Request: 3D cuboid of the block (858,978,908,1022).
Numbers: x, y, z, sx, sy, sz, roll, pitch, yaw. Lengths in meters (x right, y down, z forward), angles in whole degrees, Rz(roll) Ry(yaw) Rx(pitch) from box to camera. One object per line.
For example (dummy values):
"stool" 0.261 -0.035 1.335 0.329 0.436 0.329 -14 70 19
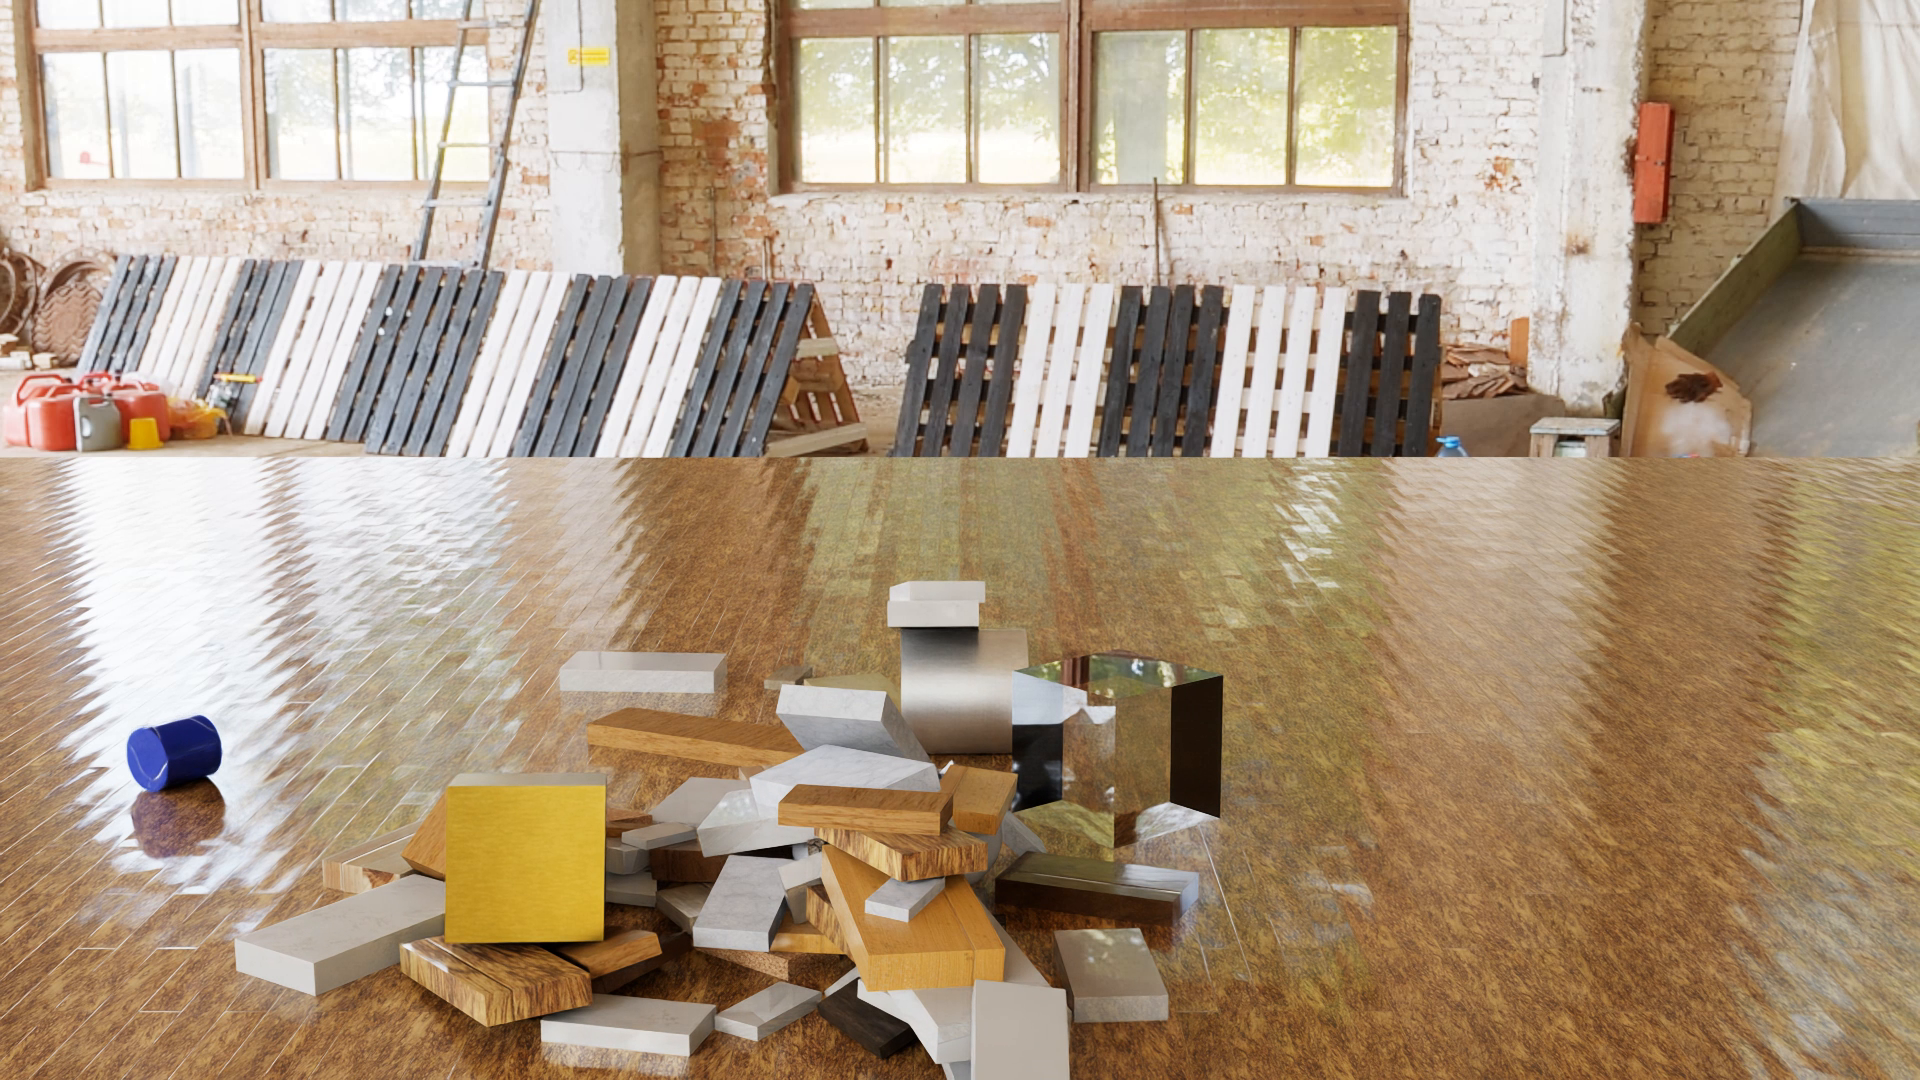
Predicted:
"block" -0.042 0.643 3.056 0.191 0.027 0.095 17 20 41

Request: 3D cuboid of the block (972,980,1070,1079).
"block" 0.073 0.676 2.622 0.116 0.033 0.395 7 30 -4

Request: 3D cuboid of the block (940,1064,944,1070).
"block" 0.035 0.705 2.891 0.095 0.027 0.418 -2 6 -9

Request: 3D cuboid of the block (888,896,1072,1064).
"block" -0.003 0.582 2.943 0.180 0.051 0.360 -2 16 -19

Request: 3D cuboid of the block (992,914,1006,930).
"block" 0.020 0.600 3.384 0.099 0.028 0.199 -2 -5 2

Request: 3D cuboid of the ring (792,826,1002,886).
"ring" -0.102 0.490 3.598 0.345 0.115 0.345 -4 17 1

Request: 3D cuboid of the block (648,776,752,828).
"block" -0.476 0.498 4.056 0.137 0.039 0.274 2 11 12

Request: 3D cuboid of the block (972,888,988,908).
"block" -0.020 0.575 3.443 0.114 0.032 0.228 -7 -5 4

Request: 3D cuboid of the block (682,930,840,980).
"block" -0.310 0.623 3.404 0.228 0.032 0.114 9 14 39

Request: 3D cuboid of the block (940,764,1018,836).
"block" 0.020 0.419 3.561 0.114 0.032 0.229 8 12 8

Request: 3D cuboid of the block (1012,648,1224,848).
"block" 0.289 0.378 4.062 0.273 0.273 0.273 -9 14 -39

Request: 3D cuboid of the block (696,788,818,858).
"block" -0.237 0.433 3.541 0.336 0.048 0.168 -10 12 14

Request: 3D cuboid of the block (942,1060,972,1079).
"block" 0.036 0.687 2.806 0.095 0.027 0.191 -1 6 -7

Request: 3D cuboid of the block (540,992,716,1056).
"block" -0.465 0.680 3.097 0.220 0.031 0.110 3 11 14

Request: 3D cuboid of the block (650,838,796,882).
"block" -0.338 0.521 3.731 0.179 0.051 0.357 -4 1 34

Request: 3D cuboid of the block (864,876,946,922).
"block" -0.074 0.480 2.980 0.063 0.018 0.126 9 16 21

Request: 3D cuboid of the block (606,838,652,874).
"block" -0.554 0.524 3.740 0.137 0.039 0.274 8 1 24

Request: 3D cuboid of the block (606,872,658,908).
"block" -0.575 0.566 3.614 0.151 0.021 0.076 9 20 -12

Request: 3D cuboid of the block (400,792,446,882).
"block" -0.750 0.511 3.595 0.308 0.044 0.154 16 60 28

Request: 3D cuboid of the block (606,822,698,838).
"block" -0.542 0.498 3.757 0.257 0.017 0.058 8 1 -26

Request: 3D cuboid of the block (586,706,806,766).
"block" -0.484 0.412 4.507 0.573 0.043 0.152 5 12 26

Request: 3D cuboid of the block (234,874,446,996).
"block" -0.922 0.610 3.424 0.179 0.051 0.357 7 13 33

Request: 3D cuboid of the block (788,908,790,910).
"block" -0.315 0.584 3.637 0.080 0.023 0.160 0 11 -1

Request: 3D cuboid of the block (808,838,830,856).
"block" -0.118 0.510 3.414 0.229 0.032 0.114 -7 55 -1

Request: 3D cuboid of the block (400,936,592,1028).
"block" -0.681 0.630 3.201 0.154 0.044 0.384 -6 5 -31

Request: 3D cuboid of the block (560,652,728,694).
"block" -0.727 0.304 5.072 0.353 0.050 0.176 1 11 4

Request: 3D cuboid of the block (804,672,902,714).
"block" -0.207 0.360 4.772 0.176 0.050 0.353 -4 11 -19

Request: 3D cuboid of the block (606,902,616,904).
"block" -0.612 0.575 3.690 0.151 0.021 0.076 8 13 36

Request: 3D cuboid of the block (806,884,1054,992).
"block" -0.050 0.581 3.136 0.180 0.051 0.404 -5 17 -29

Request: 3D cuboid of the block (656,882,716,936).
"block" -0.405 0.580 3.475 0.102 0.029 0.203 -8 6 -22

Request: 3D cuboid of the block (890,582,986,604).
"block" -0.049 0.113 4.527 0.152 0.043 0.303 0 -4 -9

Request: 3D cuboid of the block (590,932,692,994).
"block" -0.502 0.634 3.272 0.102 0.029 0.203 -15 1 32

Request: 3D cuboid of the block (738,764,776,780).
"block" -0.381 0.468 4.270 0.072 0.021 0.145 -3 11 -16

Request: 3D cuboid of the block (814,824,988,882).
"block" -0.087 0.424 3.119 0.135 0.038 0.269 -3 8 -30

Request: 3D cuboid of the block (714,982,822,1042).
"block" -0.274 0.675 3.154 0.076 0.022 0.152 7 12 32

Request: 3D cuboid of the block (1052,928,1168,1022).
"block" 0.221 0.645 3.270 0.135 0.038 0.269 -1 11 -4

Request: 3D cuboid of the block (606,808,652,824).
"block" -0.710 0.506 3.824 0.168 0.048 0.336 5 2 32

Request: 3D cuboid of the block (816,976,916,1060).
"block" -0.126 0.669 3.082 0.076 0.022 0.152 -29 30 -29

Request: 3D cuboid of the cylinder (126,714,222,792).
"cylinder" -1.528 0.413 4.278 0.126 0.126 0.126 7 13 33

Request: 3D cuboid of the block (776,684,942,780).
"block" -0.145 0.384 3.768 0.179 0.051 0.540 3 -26 17

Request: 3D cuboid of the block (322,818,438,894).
"block" -0.899 0.532 3.849 0.168 0.048 0.428 5 12 27

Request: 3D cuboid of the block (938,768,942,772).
"block" -0.125 0.462 4.044 0.274 0.039 0.137 0 -27 1

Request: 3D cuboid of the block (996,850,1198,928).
"block" 0.227 0.575 3.633 0.303 0.043 0.152 4 11 22

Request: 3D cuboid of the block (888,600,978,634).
"block" -0.047 0.182 4.885 0.176 0.050 1.256 0 -4 0

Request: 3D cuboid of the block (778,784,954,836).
"block" -0.133 0.384 3.141 0.231 0.033 0.116 2 7 9

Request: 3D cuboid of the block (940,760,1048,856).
"block" 0.060 0.477 3.801 0.220 0.031 0.110 43 4 -11

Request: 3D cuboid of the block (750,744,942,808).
"block" -0.185 0.386 3.480 0.154 0.044 0.308 -21 14 -34

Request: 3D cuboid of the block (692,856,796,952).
"block" -0.325 0.555 3.374 0.114 0.032 0.229 3 20 8

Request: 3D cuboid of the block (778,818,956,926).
"block" -0.135 0.493 3.325 0.269 0.135 0.038 -19 59 -9

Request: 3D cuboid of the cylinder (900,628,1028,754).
"cylinder" 0.007 0.309 4.490 0.254 0.254 0.254 0 11 -2

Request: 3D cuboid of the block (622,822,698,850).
"block" -0.504 0.496 3.688 0.058 0.017 0.117 11 10 37

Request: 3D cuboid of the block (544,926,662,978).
"block" -0.532 0.611 3.267 0.110 0.031 0.220 -16 1 -27

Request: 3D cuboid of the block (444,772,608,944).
"block" -0.657 0.480 3.354 0.230 0.230 0.230 1 -1 -8

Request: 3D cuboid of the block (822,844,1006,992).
"block" -0.071 0.508 3.008 0.180 0.051 0.360 0 15 -13

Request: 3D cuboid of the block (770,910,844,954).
"block" -0.219 0.599 3.364 0.203 0.029 0.102 1 11 7

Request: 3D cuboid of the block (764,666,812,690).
"block" -0.395 0.318 5.080 0.072 0.021 0.145 2 11 12

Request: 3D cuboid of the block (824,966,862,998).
"block" -0.121 0.658 3.163 0.076 0.022 0.152 -35 28 -28
